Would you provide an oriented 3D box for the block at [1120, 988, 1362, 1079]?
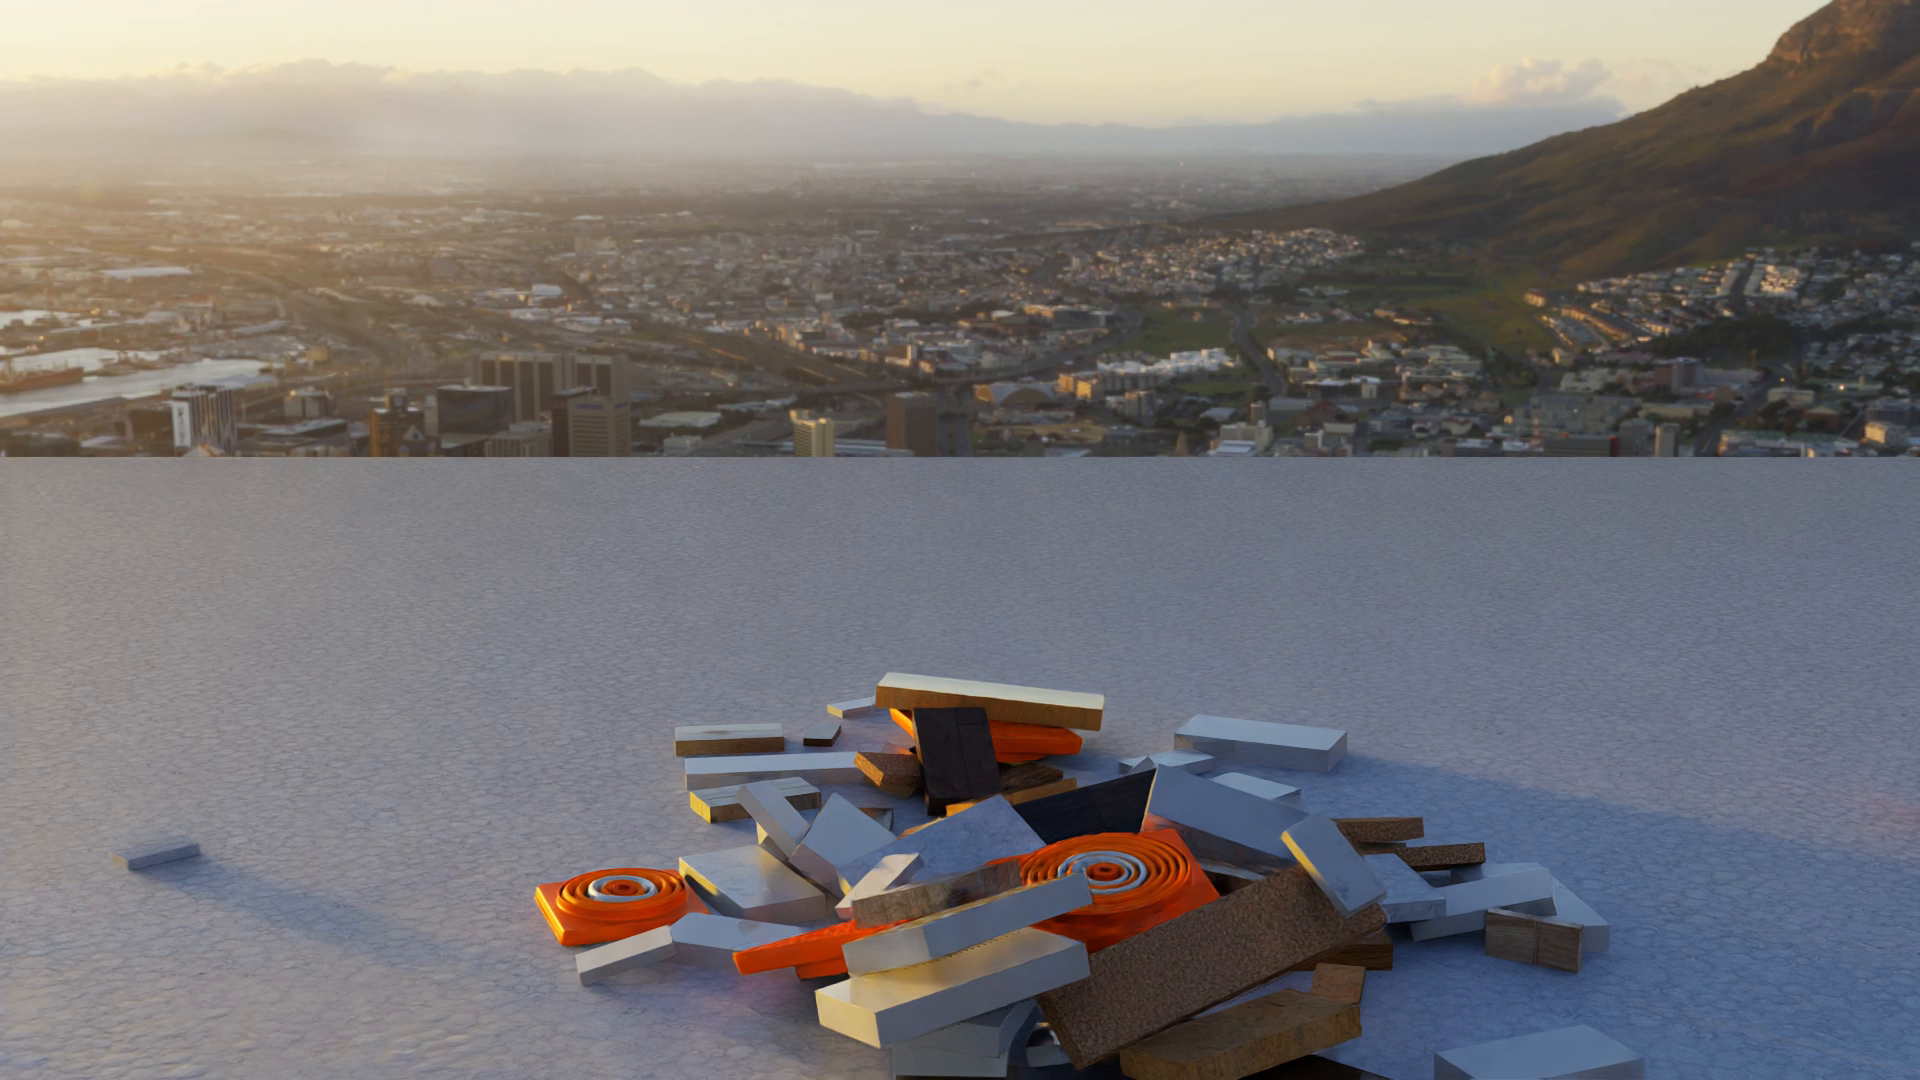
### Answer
[{"bbox_3d":[0.372,0.664,2.919,0.292,0.041,0.146,-10,4,-31],"label":"block"}]

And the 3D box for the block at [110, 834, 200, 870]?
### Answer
[{"bbox_3d":[-1.408,0.547,3.850,0.066,0.019,0.131,10,14,43],"label":"block"}]

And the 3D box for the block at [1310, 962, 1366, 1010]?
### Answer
[{"bbox_3d":[0.555,0.660,3.235,0.072,0.020,0.143,3,11,14],"label":"block"}]

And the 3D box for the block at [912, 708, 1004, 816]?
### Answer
[{"bbox_3d":[-0.006,0.419,4.199,0.142,0.040,0.284,0,31,-8],"label":"block"}]

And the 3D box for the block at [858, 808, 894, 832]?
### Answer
[{"bbox_3d":[-0.172,0.523,3.958,0.094,0.027,0.187,0,11,1],"label":"block"}]

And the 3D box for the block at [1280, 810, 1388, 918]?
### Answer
[{"bbox_3d":[0.524,0.454,3.083,0.073,0.021,0.146,-22,61,-29],"label":"block"}]

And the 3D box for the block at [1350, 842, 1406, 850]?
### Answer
[{"bbox_3d":[0.684,0.534,3.770,0.150,0.021,0.075,5,-17,-30],"label":"block"}]

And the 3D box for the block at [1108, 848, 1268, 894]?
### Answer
[{"bbox_3d":[0.360,0.533,3.656,0.406,0.032,0.114,7,13,34],"label":"block"}]

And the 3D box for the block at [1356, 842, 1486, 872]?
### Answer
[{"bbox_3d":[0.760,0.538,3.700,0.223,0.032,0.112,-4,-14,1],"label":"block"}]

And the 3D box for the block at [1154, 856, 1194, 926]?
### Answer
[{"bbox_3d":[0.334,0.578,3.447,0.029,0.104,0.208,-1,11,-3],"label":"block"}]

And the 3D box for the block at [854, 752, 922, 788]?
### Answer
[{"bbox_3d":[-0.109,0.441,4.210,0.177,0.025,0.089,9,18,-42],"label":"block"}]

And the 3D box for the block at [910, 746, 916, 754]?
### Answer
[{"bbox_3d":[-0.036,0.432,4.472,0.119,0.017,0.059,5,12,26],"label":"block"}]

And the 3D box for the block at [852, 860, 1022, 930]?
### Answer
[{"bbox_3d":[-0.029,0.513,3.192,0.146,0.041,0.292,-15,-7,20],"label":"block"}]

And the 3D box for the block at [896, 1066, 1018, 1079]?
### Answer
[{"bbox_3d":[-0.015,0.771,2.573,0.157,0.044,0.654,0,11,2],"label":"block"}]

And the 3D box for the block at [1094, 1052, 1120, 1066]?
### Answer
[{"bbox_3d":[0.221,0.680,3.051,0.097,0.028,0.194,-7,5,38],"label":"block"}]

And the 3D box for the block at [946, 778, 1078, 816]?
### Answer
[{"bbox_3d":[0.096,0.474,4.031,0.232,0.027,0.094,-9,-4,-35],"label":"block"}]

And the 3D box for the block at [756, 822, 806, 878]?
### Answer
[{"bbox_3d":[-0.304,0.519,3.798,0.098,0.028,0.195,40,2,-10],"label":"block"}]

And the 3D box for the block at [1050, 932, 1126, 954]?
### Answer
[{"bbox_3d":[0.145,0.613,3.348,0.208,0.029,0.104,2,-11,3],"label":"block"}]

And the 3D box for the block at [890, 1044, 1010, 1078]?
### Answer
[{"bbox_3d":[-0.007,0.669,2.972,0.149,0.042,0.298,0,-1,3],"label":"block"}]

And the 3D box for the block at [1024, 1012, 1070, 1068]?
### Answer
[{"bbox_3d":[0.155,0.666,2.999,0.097,0.028,0.194,-10,5,13],"label":"block"}]

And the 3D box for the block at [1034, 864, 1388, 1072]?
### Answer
[{"bbox_3d":[0.347,0.561,2.992,0.538,0.124,0.035,-17,-25,-31],"label":"block"}]

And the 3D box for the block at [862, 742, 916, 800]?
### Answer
[{"bbox_3d":[-0.122,0.448,4.273,0.094,0.027,0.187,23,14,6],"label":"block"}]

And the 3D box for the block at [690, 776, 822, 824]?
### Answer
[{"bbox_3d":[-0.384,0.488,4.134,0.221,0.031,0.110,-5,12,-26],"label":"block"}]

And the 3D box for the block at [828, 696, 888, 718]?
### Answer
[{"bbox_3d":[-0.224,0.367,4.824,0.119,0.017,0.059,-7,13,-35],"label":"block"}]

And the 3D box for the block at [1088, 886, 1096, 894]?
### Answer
[{"bbox_3d":[0.176,0.573,3.664,0.061,0.017,0.122,15,4,-23],"label":"block"}]

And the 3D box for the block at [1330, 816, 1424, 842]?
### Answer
[{"bbox_3d":[0.648,0.505,3.825,0.285,0.035,0.123,-6,-6,32],"label":"block"}]

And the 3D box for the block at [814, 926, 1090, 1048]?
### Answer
[{"bbox_3d":[-0.008,0.566,2.808,0.314,0.044,0.157,-12,6,-31],"label":"block"}]

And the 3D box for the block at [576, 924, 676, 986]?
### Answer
[{"bbox_3d":[-0.504,0.625,3.316,0.146,0.021,0.073,-17,15,-9],"label":"block"}]

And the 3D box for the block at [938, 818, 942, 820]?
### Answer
[{"bbox_3d":[0.021,0.521,3.929,0.064,0.018,0.128,14,-2,-38],"label":"block"}]

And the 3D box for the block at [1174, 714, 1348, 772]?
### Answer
[{"bbox_3d":[0.614,0.414,4.492,0.319,0.045,0.160,5,11,23],"label":"block"}]

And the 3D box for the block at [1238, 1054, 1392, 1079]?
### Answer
[{"bbox_3d":[0.525,0.732,2.792,0.428,0.041,0.146,9,14,40],"label":"block"}]

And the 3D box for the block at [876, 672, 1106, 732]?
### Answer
[{"bbox_3d":[0.066,0.335,4.576,0.464,0.045,0.160,6,7,6],"label":"block"}]

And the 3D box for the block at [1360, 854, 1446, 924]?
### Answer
[{"bbox_3d":[0.682,0.556,3.522,0.112,0.032,0.223,-3,11,-9],"label":"block"}]

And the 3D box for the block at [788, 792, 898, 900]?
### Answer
[{"bbox_3d":[-0.193,0.523,3.715,0.142,0.040,0.283,36,13,0],"label":"block"}]

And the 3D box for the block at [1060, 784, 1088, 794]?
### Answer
[{"bbox_3d":[0.123,0.482,3.877,0.215,0.030,0.108,-10,-14,-46],"label":"block"}]

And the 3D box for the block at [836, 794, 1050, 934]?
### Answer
[{"bbox_3d":[-0.027,0.525,3.538,0.304,0.043,0.152,-22,38,-20],"label":"block"}]

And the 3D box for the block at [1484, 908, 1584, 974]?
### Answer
[{"bbox_3d":[0.876,0.611,3.358,0.143,0.072,0.020,6,13,31],"label":"block"}]

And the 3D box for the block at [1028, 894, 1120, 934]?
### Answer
[{"bbox_3d":[0.150,0.599,3.540,0.208,0.029,0.104,2,11,9],"label":"block"}]

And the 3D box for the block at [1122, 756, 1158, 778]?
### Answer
[{"bbox_3d":[0.303,0.444,3.984,0.123,0.035,0.247,-39,-7,-1],"label":"block"}]

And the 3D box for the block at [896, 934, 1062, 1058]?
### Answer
[{"bbox_3d":[0.026,0.597,2.937,0.149,0.042,0.298,4,14,18],"label":"block"}]

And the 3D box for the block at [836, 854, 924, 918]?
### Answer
[{"bbox_3d":[-0.125,0.541,3.442,0.073,0.021,0.146,-11,20,39],"label":"block"}]

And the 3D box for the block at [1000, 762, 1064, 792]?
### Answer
[{"bbox_3d":[0.107,0.468,4.258,0.177,0.025,0.089,-10,15,-43],"label":"block"}]

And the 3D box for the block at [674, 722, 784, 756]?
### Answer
[{"bbox_3d":[-0.477,0.411,4.546,0.221,0.031,0.110,-2,11,-8],"label":"block"}]

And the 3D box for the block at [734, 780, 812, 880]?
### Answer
[{"bbox_3d":[-0.290,0.490,3.722,0.195,0.028,0.098,46,13,16],"label":"block"}]

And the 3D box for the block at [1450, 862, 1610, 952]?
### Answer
[{"bbox_3d":[0.914,0.591,3.546,0.149,0.042,0.299,-1,11,-7],"label":"block"}]

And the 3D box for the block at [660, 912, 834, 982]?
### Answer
[{"bbox_3d":[-0.333,0.625,3.385,0.248,0.035,0.124,4,11,20],"label":"block"}]

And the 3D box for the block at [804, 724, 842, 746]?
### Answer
[{"bbox_3d":[-0.288,0.408,4.603,0.059,0.017,0.119,1,11,6],"label":"block"}]

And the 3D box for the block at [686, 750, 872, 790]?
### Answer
[{"bbox_3d":[-0.352,0.452,4.324,0.371,0.031,0.110,-2,11,-8],"label":"block"}]

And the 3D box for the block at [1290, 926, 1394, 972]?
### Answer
[{"bbox_3d":[0.504,0.619,3.399,0.299,0.042,0.149,0,11,-2],"label":"block"}]

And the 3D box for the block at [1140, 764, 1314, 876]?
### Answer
[{"bbox_3d":[0.453,0.468,3.574,0.304,0.043,0.152,18,28,4],"label":"block"}]

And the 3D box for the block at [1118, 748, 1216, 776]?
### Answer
[{"bbox_3d":[0.412,0.448,4.367,0.177,0.025,0.089,-7,13,-35],"label":"block"}]

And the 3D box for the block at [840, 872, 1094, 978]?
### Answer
[{"bbox_3d":[0.013,0.505,2.896,0.314,0.044,0.157,-9,-10,-46],"label":"block"}]

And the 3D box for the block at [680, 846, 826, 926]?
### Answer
[{"bbox_3d":[-0.347,0.575,3.641,0.142,0.040,0.284,-6,12,-28],"label":"block"}]

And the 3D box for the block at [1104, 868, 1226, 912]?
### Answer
[{"bbox_3d":[0.444,0.577,3.626,0.396,0.042,0.149,2,11,12],"label":"block"}]

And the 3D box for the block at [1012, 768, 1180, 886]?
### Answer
[{"bbox_3d":[0.177,0.486,3.632,0.381,0.043,0.152,-13,35,-9],"label":"block"}]

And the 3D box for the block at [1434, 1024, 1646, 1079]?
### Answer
[{"bbox_3d":[0.775,0.707,2.945,0.248,0.035,0.124,-4,11,-23],"label":"block"}]

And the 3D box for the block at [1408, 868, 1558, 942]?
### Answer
[{"bbox_3d":[0.823,0.575,3.471,0.223,0.032,0.112,-14,13,15],"label":"block"}]

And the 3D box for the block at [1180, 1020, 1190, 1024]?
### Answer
[{"bbox_3d":[0.391,0.691,3.069,0.160,0.020,0.072,-1,11,-4],"label":"block"}]

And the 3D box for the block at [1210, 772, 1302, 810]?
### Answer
[{"bbox_3d":[0.467,0.497,4.047,0.160,0.045,0.320,10,15,43],"label":"block"}]

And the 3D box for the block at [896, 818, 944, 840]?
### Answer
[{"bbox_3d":[-0.064,0.521,3.742,0.108,0.030,0.215,-19,3,13],"label":"block"}]
